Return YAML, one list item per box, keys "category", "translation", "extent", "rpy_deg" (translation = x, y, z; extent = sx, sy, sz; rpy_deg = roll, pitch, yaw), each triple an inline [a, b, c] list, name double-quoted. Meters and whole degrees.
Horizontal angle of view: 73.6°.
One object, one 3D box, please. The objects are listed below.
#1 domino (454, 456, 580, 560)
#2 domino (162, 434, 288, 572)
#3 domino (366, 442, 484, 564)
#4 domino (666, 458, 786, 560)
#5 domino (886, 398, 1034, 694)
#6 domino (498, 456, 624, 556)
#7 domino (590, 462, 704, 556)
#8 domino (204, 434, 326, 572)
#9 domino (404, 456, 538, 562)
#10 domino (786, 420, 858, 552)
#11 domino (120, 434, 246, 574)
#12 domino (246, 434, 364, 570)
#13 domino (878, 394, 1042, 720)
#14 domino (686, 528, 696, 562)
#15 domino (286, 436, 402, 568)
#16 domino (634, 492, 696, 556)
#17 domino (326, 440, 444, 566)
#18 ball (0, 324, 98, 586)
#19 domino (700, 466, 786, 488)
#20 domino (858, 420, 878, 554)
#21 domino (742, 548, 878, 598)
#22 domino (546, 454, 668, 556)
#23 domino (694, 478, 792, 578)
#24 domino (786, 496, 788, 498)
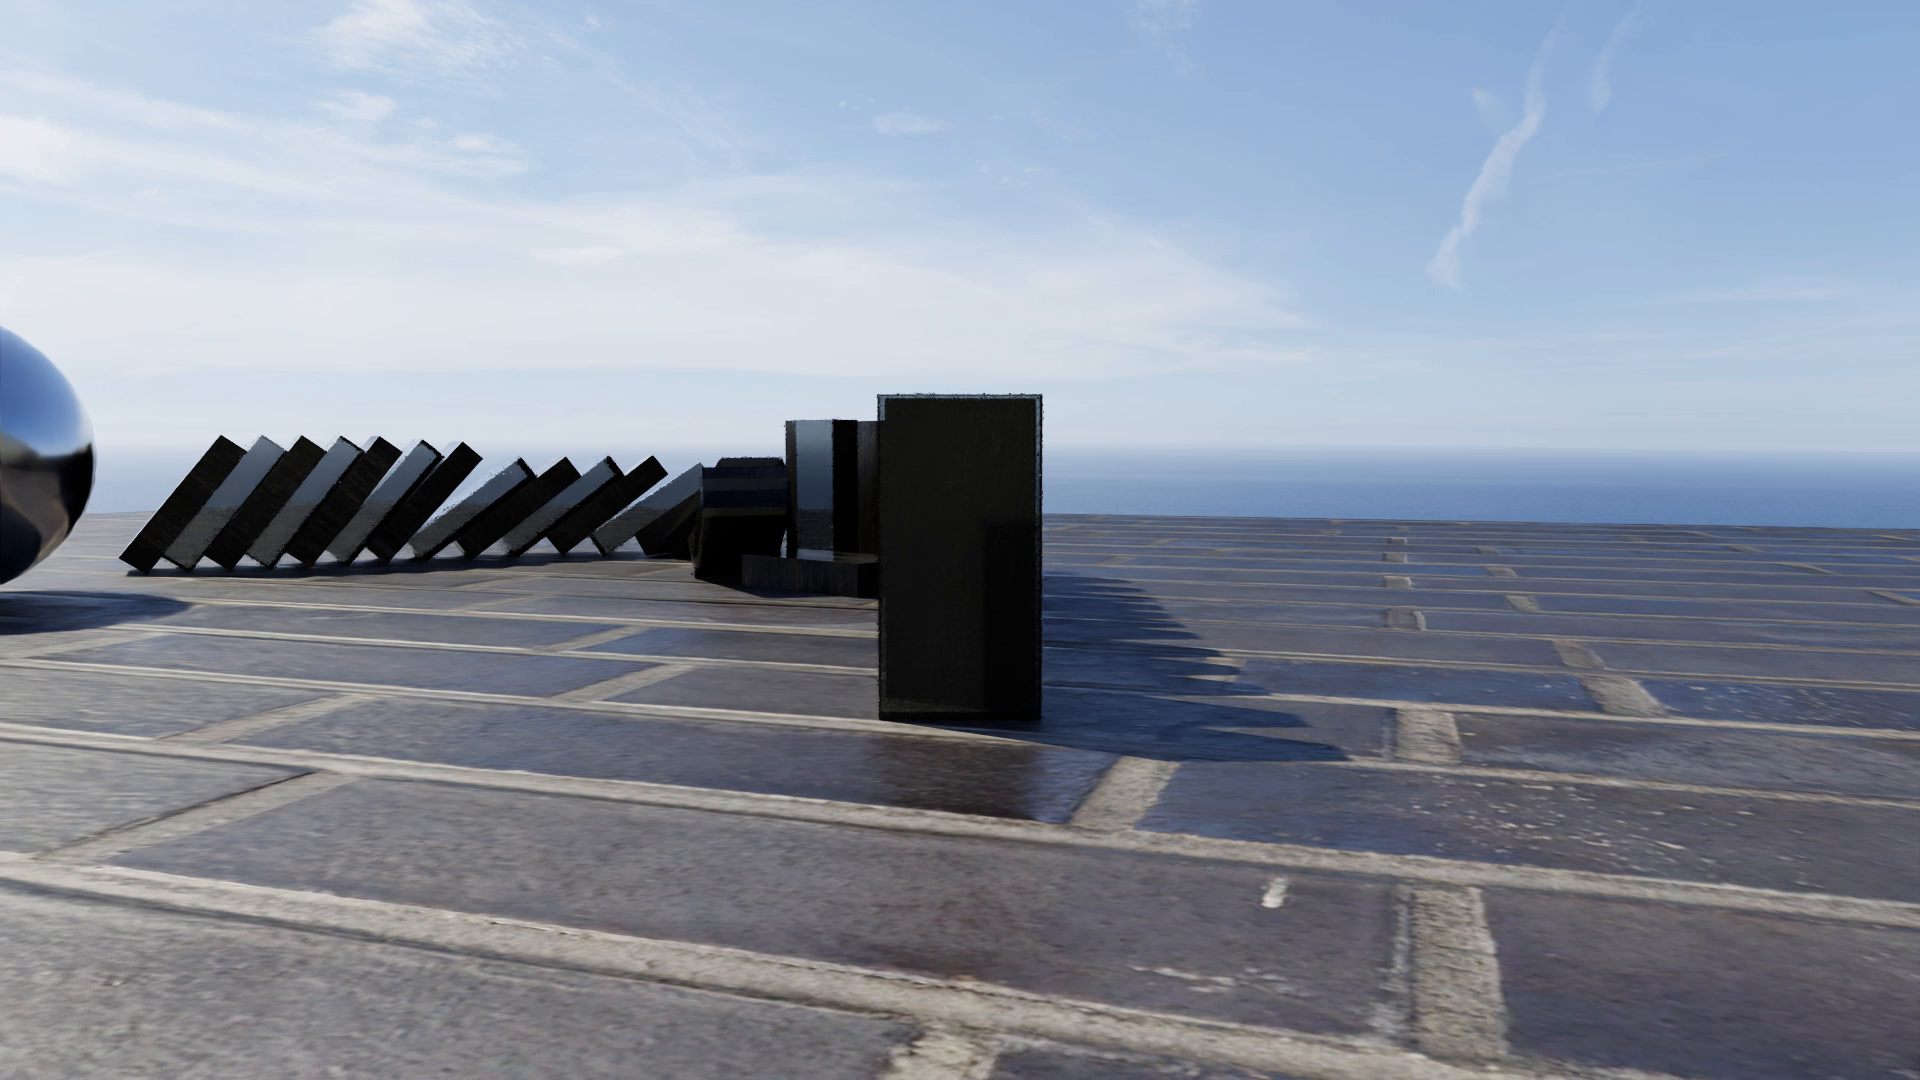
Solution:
- category: "domino"
  translation: [-0.169, -0.013, 0.487]
  extent: [0.050, 0.010, 0.025]
  rpy_deg: [-42, 21, -20]
- category: "domino"
  translation: [-0.251, -0.013, 0.438]
  extent: [0.010, 0.050, 0.025]
  rpy_deg: [40, -16, -27]
- category: "domino"
  translation: [-0.198, -0.015, 0.471]
  extent: [0.010, 0.050, 0.025]
  rpy_deg: [45, -19, -25]
- category: "domino"
  translation: [-0.085, -0.011, 0.468]
  extent: [0.025, 0.010, 0.050]
  rpy_deg: [-4, -31, -42]
- category: "domino"
  translation: [0.000, 0.001, 0.222]
  extent: [0.025, 0.050, 0.009]
  rpy_deg: [0, 4, 0]
- category: "domino"
  translation: [-0.155, -0.014, 0.495]
  extent: [0.050, 0.009, 0.025]
  rpy_deg: [-42, 20, -20]
- category: "domino"
  translation: [-0.119, -0.013, 0.499]
  extent: [0.050, 0.009, 0.025]
  rpy_deg: [-35, 10, -7]
- category: "domino"
  translation: [-0.240, -0.013, 0.443]
  extent: [0.010, 0.050, 0.025]
  rpy_deg: [40, -16, -27]
- category: "domino"
  translation: [-0.184, -0.012, 0.479]
  extent: [0.050, 0.009, 0.025]
  rpy_deg: [-42, 23, -21]
- category: "domino"
  translation: [-0.044, -0.013, 0.409]
  extent: [0.009, 0.050, 0.025]
  rpy_deg: [-4, 6, -44]
- category: "domino"
  translation: [-0.262, -0.013, 0.433]
  extent: [0.010, 0.050, 0.025]
  rpy_deg: [40, -16, -27]
- category: "domino"
  translation: [-0.229, -0.014, 0.448]
  extent: [0.010, 0.050, 0.025]
  rpy_deg: [40, -16, -27]
- category: "domino"
  translation: [0.000, 0.002, 0.201]
  extent: [0.025, 0.050, 0.009]
  rpy_deg: [0, 4, 0]
- category: "domino"
  translation: [-0.075, -0.008, 0.451]
  extent: [0.025, 0.009, 0.050]
  rpy_deg: [-3, -25, -34]
- category: "domino"
  translation: [-0.220, -0.014, 0.456]
  extent: [0.009, 0.050, 0.025]
  rpy_deg: [41, -17, -27]
- category: "domino"
  translation: [-0.097, -0.012, 0.489]
  extent: [0.050, 0.010, 0.025]
  rpy_deg: [-32, -5, 14]
- category: "domino"
  translation: [-0.209, -0.014, 0.463]
  extent: [0.009, 0.050, 0.025]
  rpy_deg: [43, -18, -26]
- category: "ball"
  translation: [-0.278, -0.023, 0.343]
  extent: [0.080, 0.080, 0.080]
  rpy_deg: [0, 4, 0]
- category: "domino"
  translation: [-0.070, -0.007, 0.407]
  extent: [0.025, 0.010, 0.050]
  rpy_deg: [-2, -27, -14]
- category: "domino"
  translation: [-0.027, -0.014, 0.426]
  extent: [0.010, 0.050, 0.025]
  rpy_deg: [-4, 6, -44]
- category: "domino"
  translation: [-0.039, 0.009, 0.379]
  extent: [0.050, 0.010, 0.025]
  rpy_deg: [4, 6, 41]
- category: "domino"
  translation: [-0.137, -0.014, 0.498]
  extent: [0.050, 0.009, 0.025]
  rpy_deg: [-40, 14, -13]
- category: "domino"
  translation: [-0.067, -0.003, 0.391]
  extent: [0.025, 0.010, 0.050]
  rpy_deg: [-1, -25, -15]
- category: "domino"
  translation: [-0.073, -0.007, 0.428]
  extent: [0.025, 0.010, 0.050]
  rpy_deg: [-1, -27, -16]
